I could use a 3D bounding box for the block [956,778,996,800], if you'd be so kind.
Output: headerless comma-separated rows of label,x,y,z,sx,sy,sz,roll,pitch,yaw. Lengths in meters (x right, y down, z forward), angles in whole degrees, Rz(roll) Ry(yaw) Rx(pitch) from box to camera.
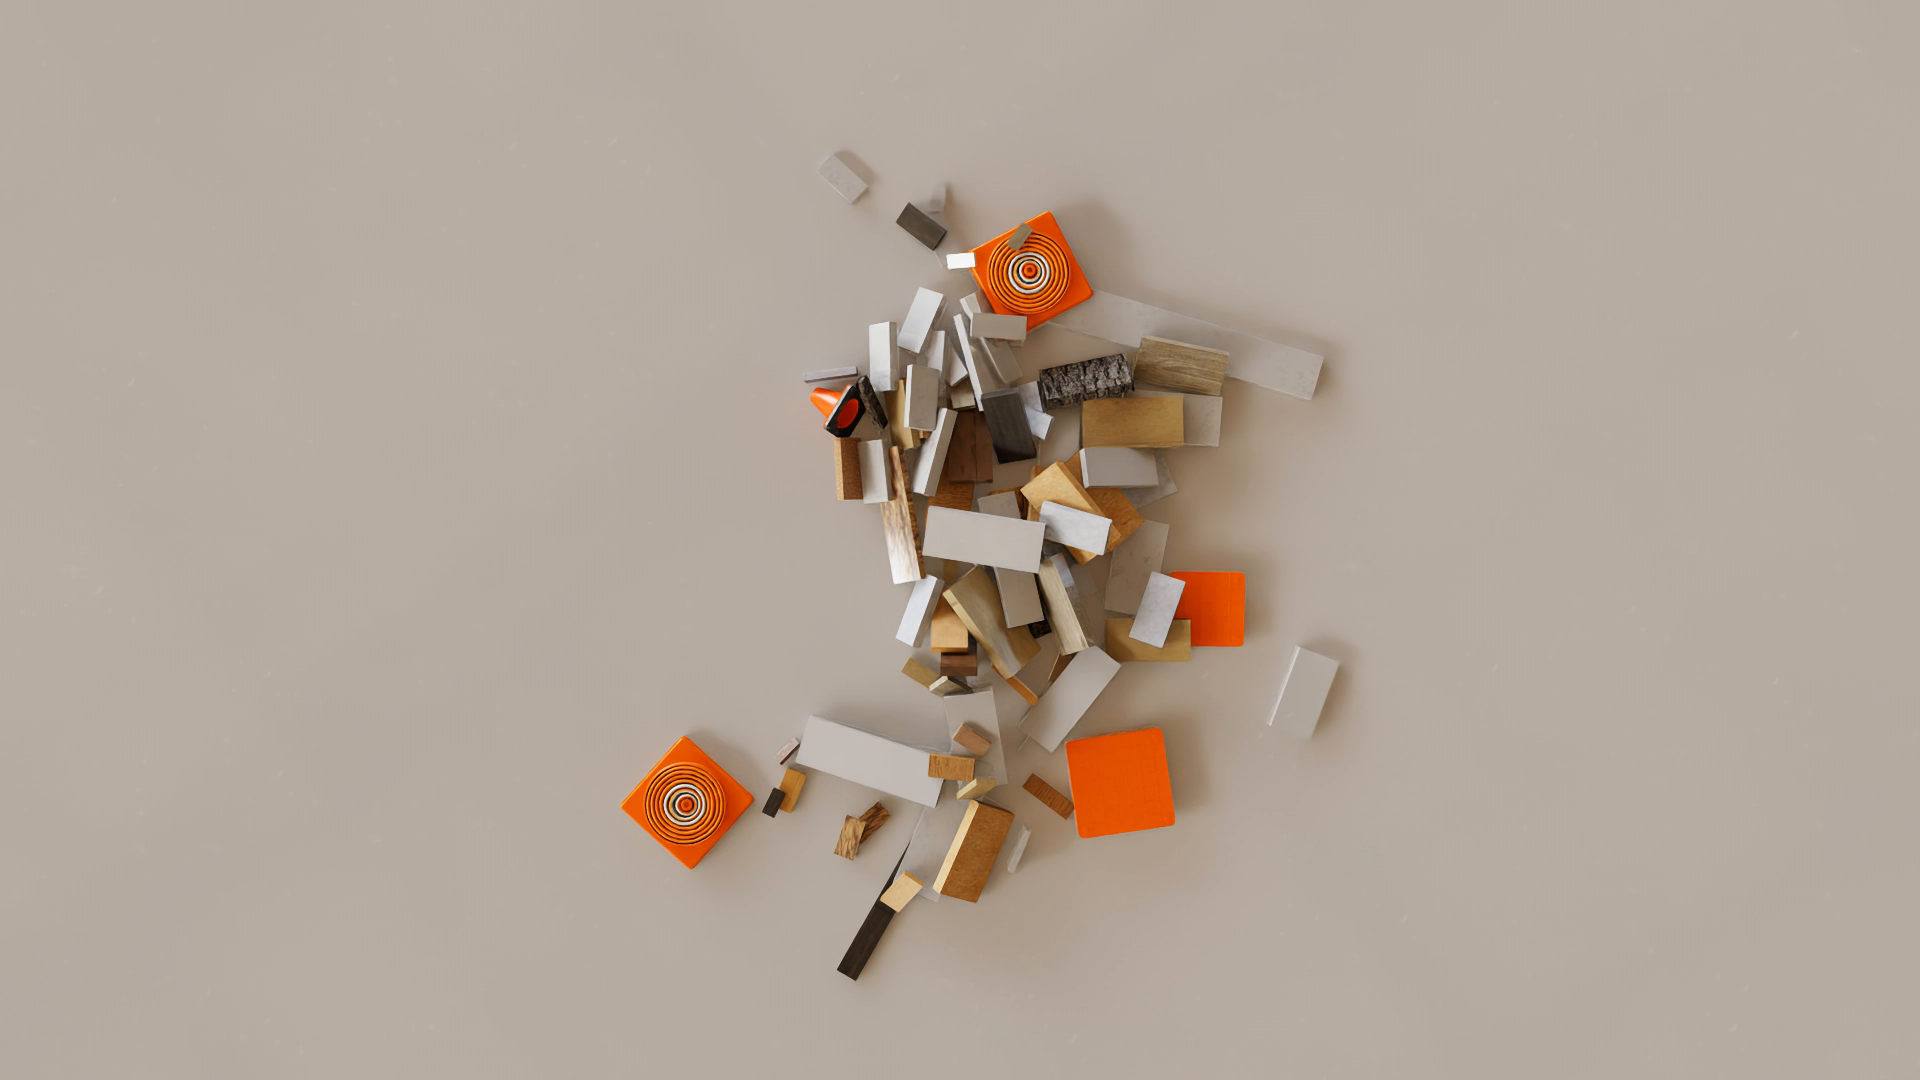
block,0.054,0.808,5.354,0.074,0.149,0.021,4,62,-26

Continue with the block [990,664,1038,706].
block,0.180,0.471,5.453,0.187,0.094,0.027,42,90,0

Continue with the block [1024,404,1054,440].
block,0.233,-0.397,5.443,0.154,0.022,0.077,28,112,27

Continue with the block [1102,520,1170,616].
block,0.585,0.088,5.478,0.158,0.045,0.317,11,90,0

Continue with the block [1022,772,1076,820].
block,0.298,0.854,5.492,0.182,0.016,0.058,37,90,0

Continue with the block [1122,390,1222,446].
block,0.699,-0.405,5.477,0.327,0.046,0.163,5,90,0

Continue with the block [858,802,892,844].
block,-0.301,0.940,5.490,0.137,0.019,0.068,-41,90,0

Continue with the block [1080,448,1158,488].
block,0.522,-0.236,5.401,0.254,0.036,0.127,-2,78,-21

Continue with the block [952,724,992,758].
block,0.039,0.652,5.350,0.115,0.016,0.058,34,98,-7

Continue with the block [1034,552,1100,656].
block,0.334,0.211,5.397,0.045,0.159,0.319,-21,88,-33

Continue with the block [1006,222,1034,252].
block,0.197,-0.992,5.399,0.045,0.013,0.091,35,89,2

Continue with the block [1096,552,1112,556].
block,0.459,0.029,5.493,0.092,0.013,0.046,-4,90,0

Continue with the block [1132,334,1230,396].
block,0.728,-0.576,5.445,0.291,0.041,0.145,12,115,2

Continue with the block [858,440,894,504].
block,-0.280,-0.227,5.454,0.102,0.029,0.204,-4,93,35

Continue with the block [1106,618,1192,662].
block,0.623,0.330,5.453,0.278,0.039,0.139,0,92,10

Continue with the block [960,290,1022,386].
block,0.103,-0.668,5.441,0.088,0.025,0.313,-32,100,-37

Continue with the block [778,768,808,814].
block,-0.568,0.833,5.490,0.068,0.019,0.137,23,90,0

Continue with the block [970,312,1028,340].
block,0.126,-0.699,5.397,0.181,0.022,0.077,3,94,-10

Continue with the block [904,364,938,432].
block,-0.126,-0.463,5.386,0.102,0.029,0.204,7,83,-31

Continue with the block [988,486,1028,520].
block,0.178,-0.044,5.464,0.127,0.036,0.255,-11,89,-15

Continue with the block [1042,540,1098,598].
block,0.348,0.073,5.462,0.127,0.036,0.255,-22,90,-19

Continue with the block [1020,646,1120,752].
block,0.364,0.516,5.446,0.139,0.039,0.367,39,92,6

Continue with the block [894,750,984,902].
block,-0.046,0.931,5.456,0.160,0.045,0.505,24,90,0

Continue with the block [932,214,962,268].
block,-0.058,-0.997,5.489,0.080,0.023,0.159,-26,90,0

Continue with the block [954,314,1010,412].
block,0.080,-0.594,5.446,0.127,0.036,0.323,-16,90,-38

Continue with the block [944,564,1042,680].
block,0.107,0.267,5.405,0.163,0.046,0.349,-39,96,-38

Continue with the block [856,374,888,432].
block,-0.291,-0.450,5.431,0.025,0.088,0.176,-20,107,15

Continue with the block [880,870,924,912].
block,-0.191,1.157,5.429,0.075,0.021,0.149,35,120,-7

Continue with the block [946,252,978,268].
block,0.006,-0.922,5.440,0.108,0.013,0.045,2,106,35

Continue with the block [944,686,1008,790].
block,0.051,0.650,5.381,0.160,0.045,0.320,-9,101,0

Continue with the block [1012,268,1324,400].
block,0.688,-0.683,5.479,1.037,0.041,0.145,16,90,0

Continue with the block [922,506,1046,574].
block,0.079,-0.003,5.346,0.382,0.045,0.158,9,100,6

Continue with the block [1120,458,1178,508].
block,0.589,-0.170,5.483,0.239,0.034,0.119,-24,90,0

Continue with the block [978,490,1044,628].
block,0.167,0.063,5.409,0.119,0.034,0.436,-12,87,-15

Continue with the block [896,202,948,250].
block,-0.128,-1.039,5.467,0.159,0.023,0.080,38,107,8

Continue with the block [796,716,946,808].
block,-0.287,0.730,5.442,0.488,0.045,0.159,17,89,8

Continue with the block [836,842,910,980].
block,-0.204,1.144,5.489,0.075,0.021,0.700,30,90,0

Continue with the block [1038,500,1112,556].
block,0.368,-0.039,5.322,0.230,0.033,0.115,17,116,15

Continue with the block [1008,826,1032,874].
block,0.196,1.026,5.463,0.021,0.074,0.149,23,90,0

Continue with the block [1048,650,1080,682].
block,0.373,0.399,5.487,0.094,0.027,0.187,22,90,0

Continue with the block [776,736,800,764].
block,-0.572,0.700,5.478,0.092,0.046,0.013,-46,128,0
